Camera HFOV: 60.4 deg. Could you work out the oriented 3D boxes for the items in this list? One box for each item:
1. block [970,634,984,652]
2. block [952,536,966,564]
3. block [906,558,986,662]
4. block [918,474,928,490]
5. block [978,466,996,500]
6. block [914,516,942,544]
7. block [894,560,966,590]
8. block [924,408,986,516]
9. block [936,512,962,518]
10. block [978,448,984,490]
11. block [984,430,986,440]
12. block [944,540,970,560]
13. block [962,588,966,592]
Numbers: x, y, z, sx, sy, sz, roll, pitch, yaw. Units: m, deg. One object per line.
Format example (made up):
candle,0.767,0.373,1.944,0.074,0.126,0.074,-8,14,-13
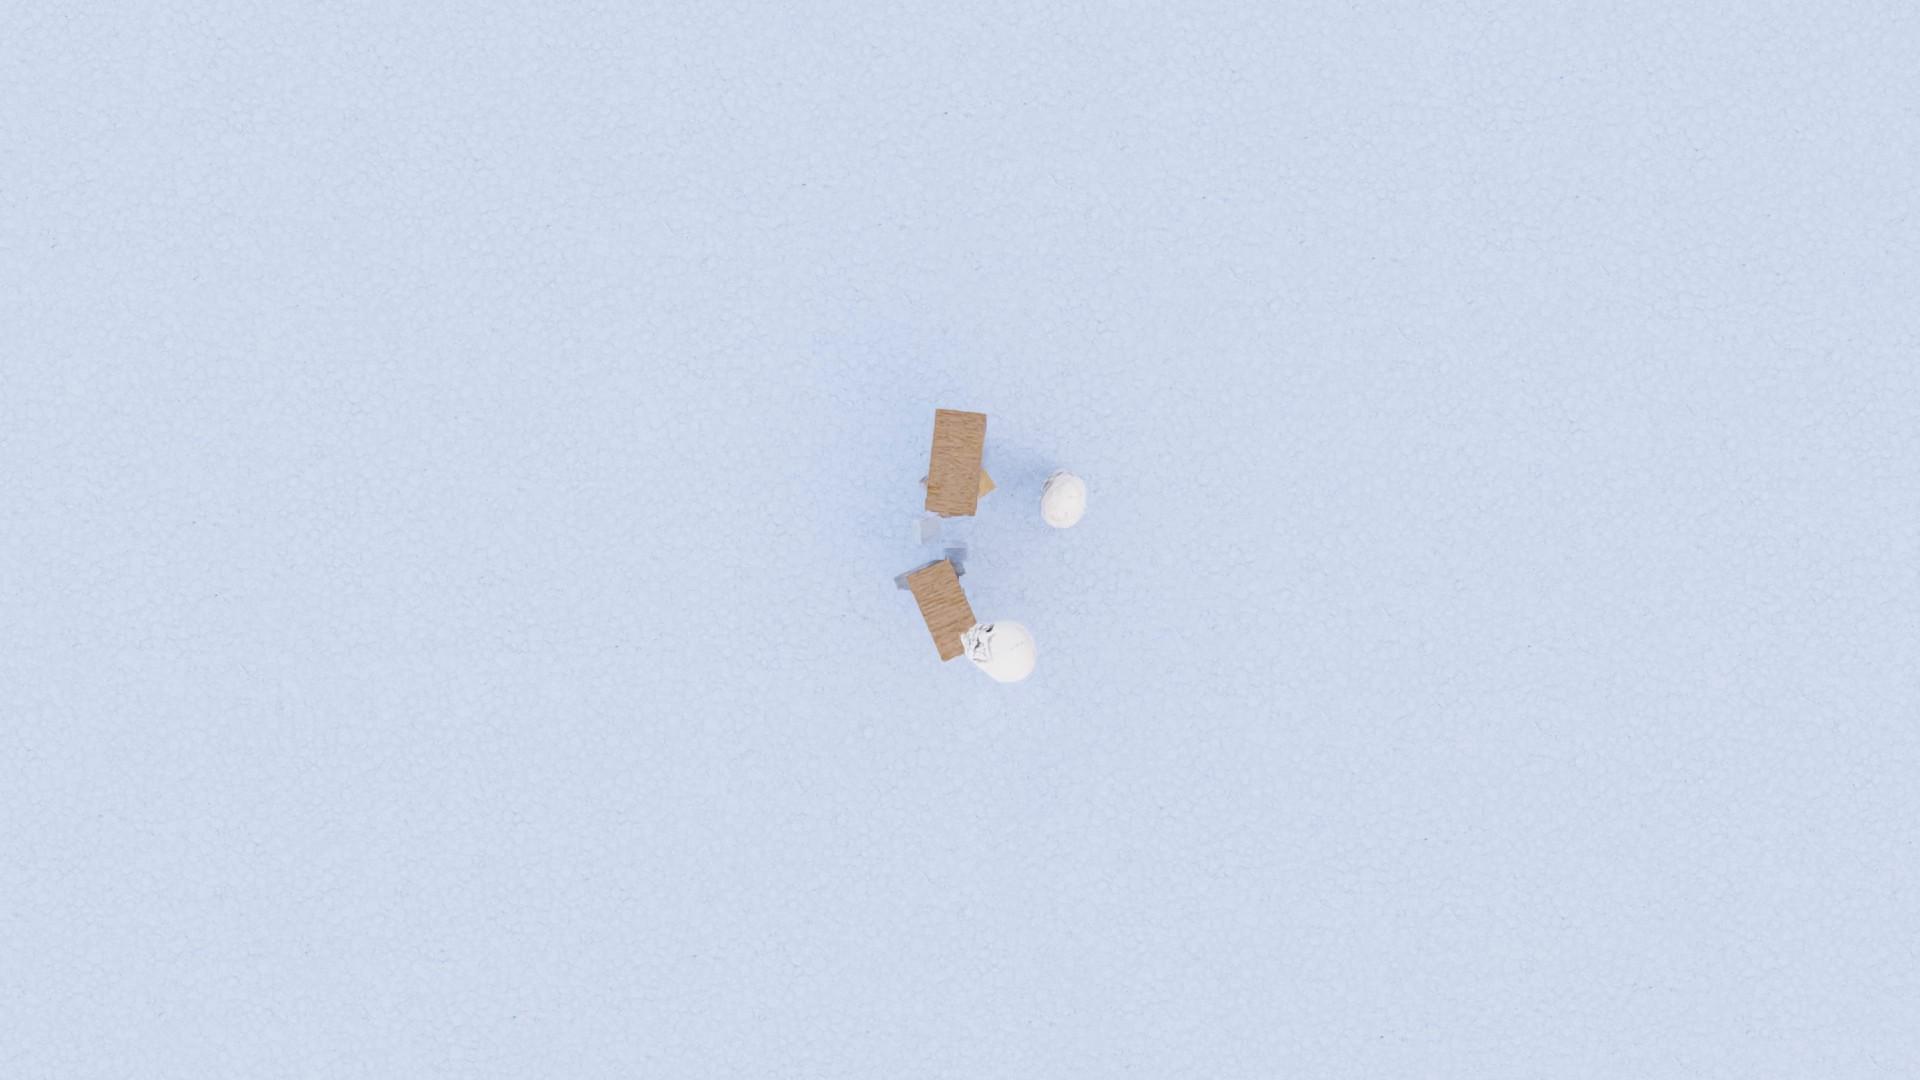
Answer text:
block,0.003,0.328,5.302,0.144,0.396,0.041,0,90,0
block,-0.003,0.032,5.395,0.049,0.014,0.097,0,90,1
block,-0.043,0.215,5.079,0.144,0.041,0.287,-24,92,1
block,-0.061,-0.195,5.159,0.074,0.149,0.021,16,123,24
block,0.042,-0.218,5.396,0.081,0.023,0.163,-34,87,5
block,-0.098,-0.031,5.109,0.021,0.149,0.074,-4,95,26
block,-0.094,0.113,5.254,0.144,0.287,0.041,-24,81,15
block,-0.013,-0.235,4.977,0.153,0.043,0.307,6,86,0
block,-0.045,-0.155,5.458,0.081,0.023,0.163,-7,108,9
block,-0.010,-0.225,5.148,0.153,0.307,0.043,3,120,4
block,0.004,-0.345,5.253,0.153,0.493,0.043,2,87,0
block,-0.011,0.034,5.277,0.074,0.224,0.021,-2,80,1
block,-0.014,0.169,5.448,0.048,0.095,0.014,0,92,12
